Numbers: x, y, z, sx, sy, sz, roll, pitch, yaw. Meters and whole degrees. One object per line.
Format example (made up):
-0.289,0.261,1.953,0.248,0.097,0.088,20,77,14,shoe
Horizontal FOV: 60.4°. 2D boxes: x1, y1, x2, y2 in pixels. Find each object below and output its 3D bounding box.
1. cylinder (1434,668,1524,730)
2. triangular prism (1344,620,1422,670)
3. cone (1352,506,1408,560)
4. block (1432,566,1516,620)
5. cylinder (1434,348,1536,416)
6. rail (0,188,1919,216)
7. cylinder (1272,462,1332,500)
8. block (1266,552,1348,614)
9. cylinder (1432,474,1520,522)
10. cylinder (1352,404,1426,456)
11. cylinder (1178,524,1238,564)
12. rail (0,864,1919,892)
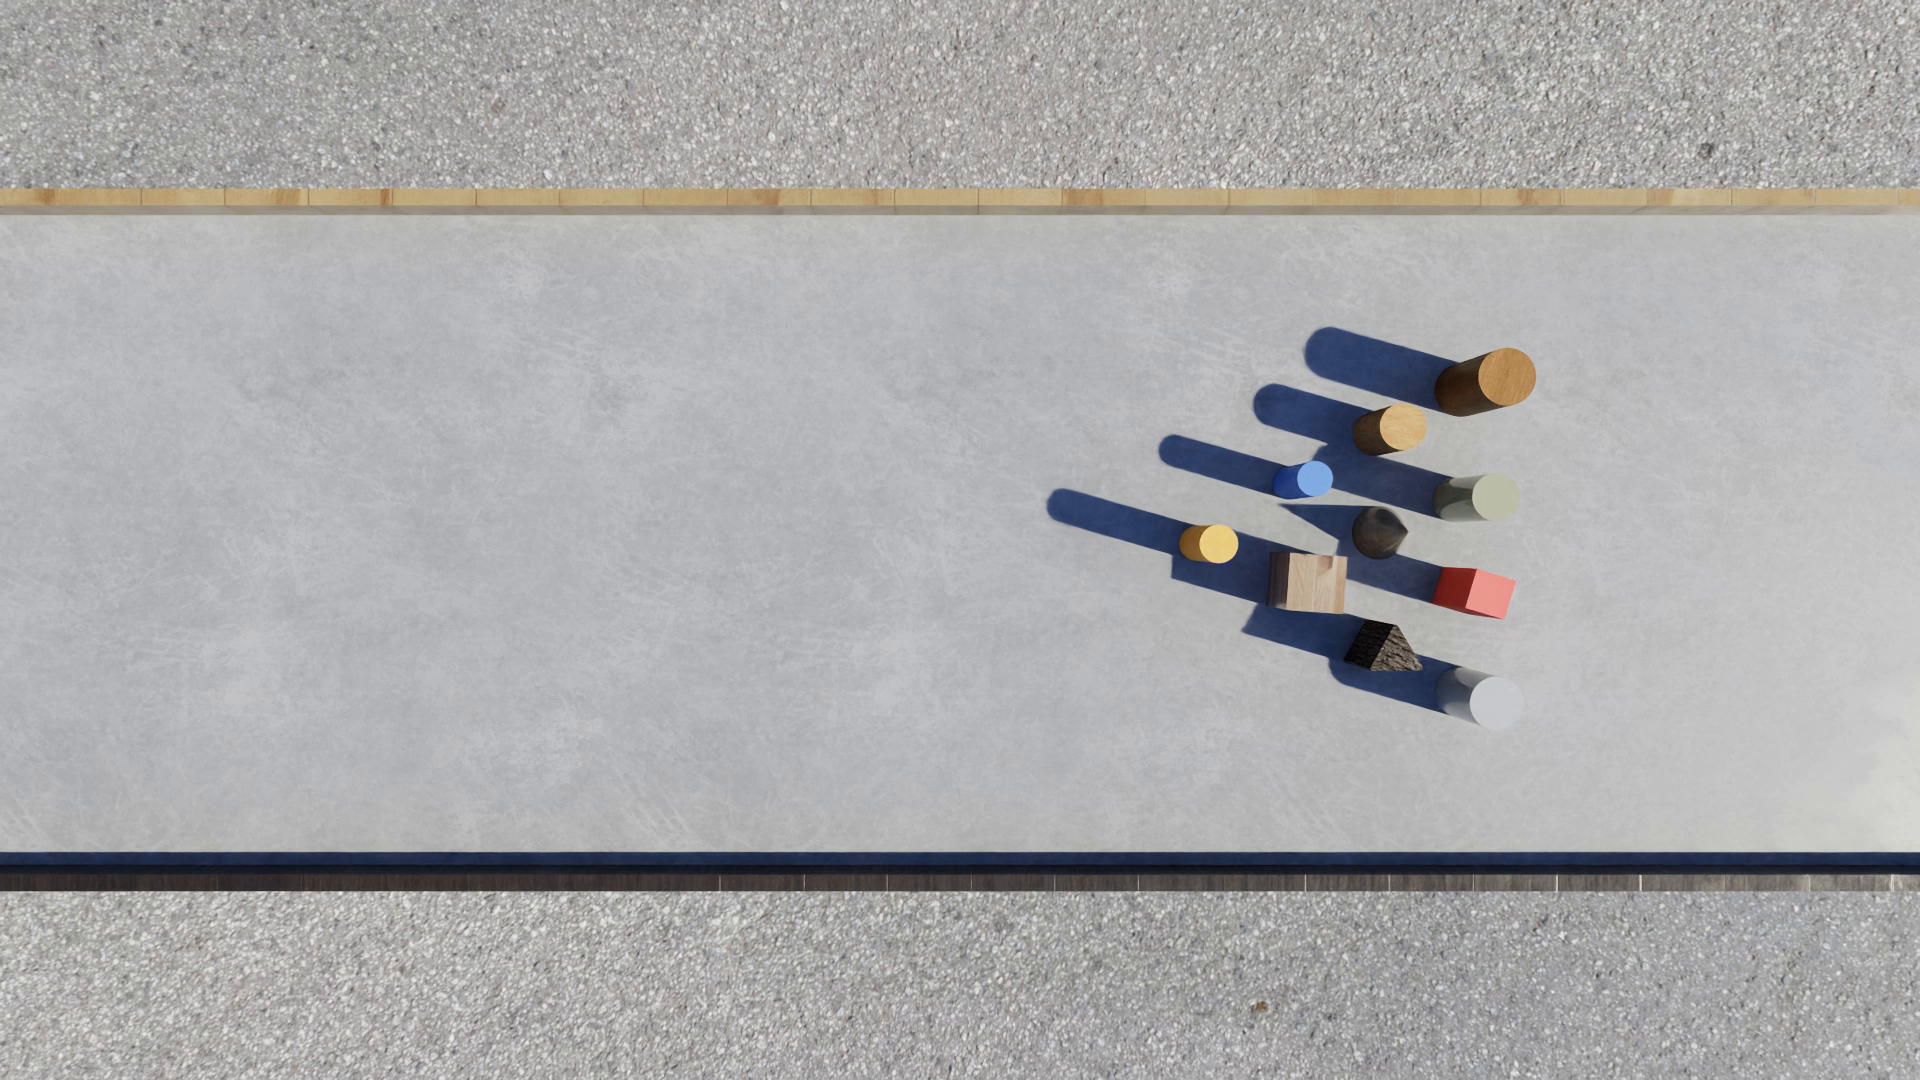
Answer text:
1.539,0.468,4.901,0.155,0.351,0.155,0,90,0,cylinder
1.255,0.308,4.910,0.149,0.334,0.129,-1,90,0,triangular prism
1.289,-0.022,4.907,0.165,0.339,0.165,0,90,0,cone
1.526,0.156,4.908,0.117,0.336,0.117,17,90,0,block
1.542,-0.460,4.862,0.164,0.429,0.164,0,90,0,cylinder
-2.247,-1.025,5.002,12.000,0.150,0.050,0,90,0,rail
1.012,-0.175,4.889,0.101,0.375,0.101,0,90,0,cylinder
1.030,0.125,4.920,0.165,0.314,0.165,4,90,0,block
1.521,-0.122,4.877,0.136,0.399,0.136,0,90,0,cylinder
1.276,-0.327,4.912,0.136,0.328,0.136,0,90,0,cylinder
0.728,0.011,4.858,0.109,0.436,0.109,0,90,0,cylinder
-2.247,1.025,5.001,12.000,0.150,0.050,0,90,0,rail
